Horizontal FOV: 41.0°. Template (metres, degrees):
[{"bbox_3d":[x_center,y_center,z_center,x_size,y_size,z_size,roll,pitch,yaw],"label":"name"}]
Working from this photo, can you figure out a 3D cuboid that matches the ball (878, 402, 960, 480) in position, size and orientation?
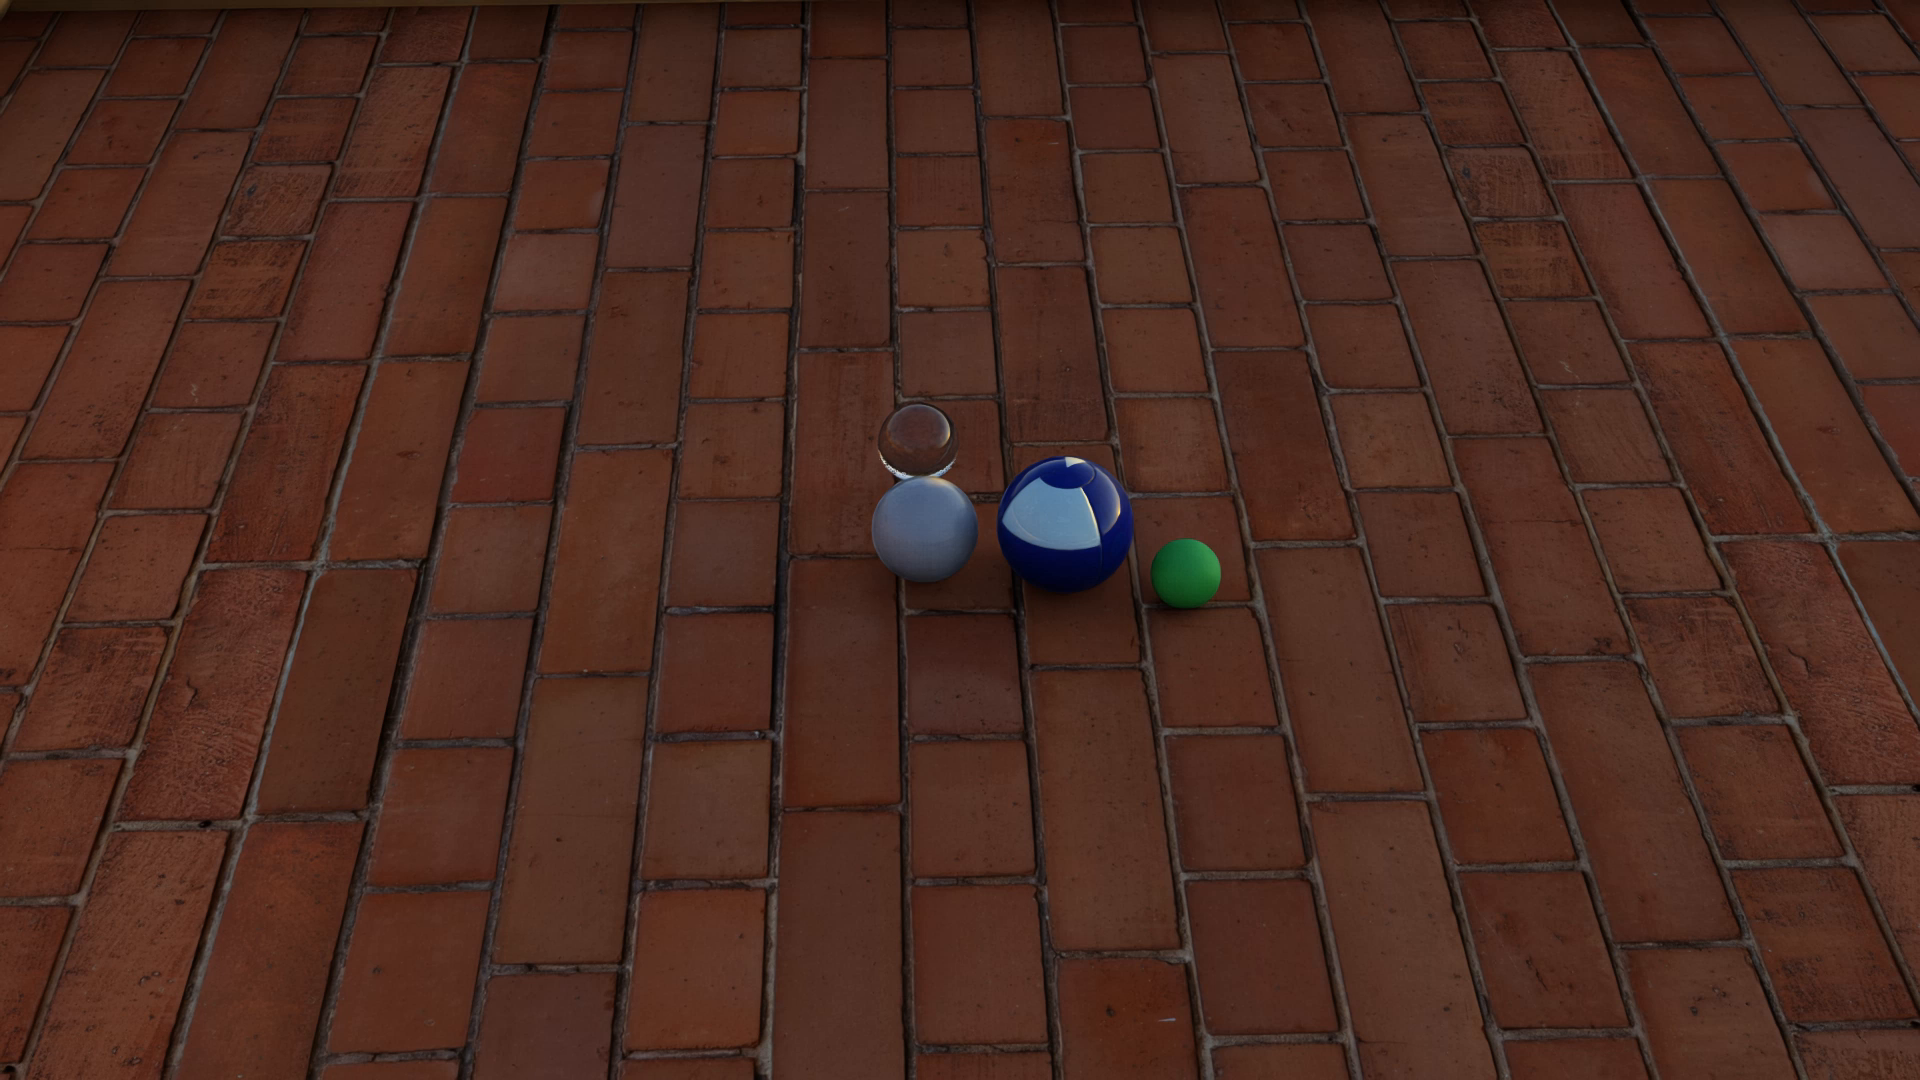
[{"bbox_3d":[-0.028,-0.066,1.753,0.055,0.055,0.055,0,36,0],"label":"ball"}]

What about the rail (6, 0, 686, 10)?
[{"bbox_3d":[0.831,-0.562,2.368,3.436,0.128,0.045,-1,36,-1],"label":"rail"}]

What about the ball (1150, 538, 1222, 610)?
[{"bbox_3d":[0.144,0.022,1.641,0.045,0.045,0.045,0,36,0],"label":"ball"}]

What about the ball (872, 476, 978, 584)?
[{"bbox_3d":[-0.023,-0.007,1.659,0.070,0.070,0.070,0,36,0],"label":"ball"}]

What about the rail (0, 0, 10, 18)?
[{"bbox_3d":[-0.835,-0.011,1.614,0.045,0.128,1.811,-1,36,-1],"label":"rail"}]

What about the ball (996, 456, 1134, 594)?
[{"bbox_3d":[0.067,-0.010,1.647,0.089,0.089,0.089,0,36,0],"label":"ball"}]
